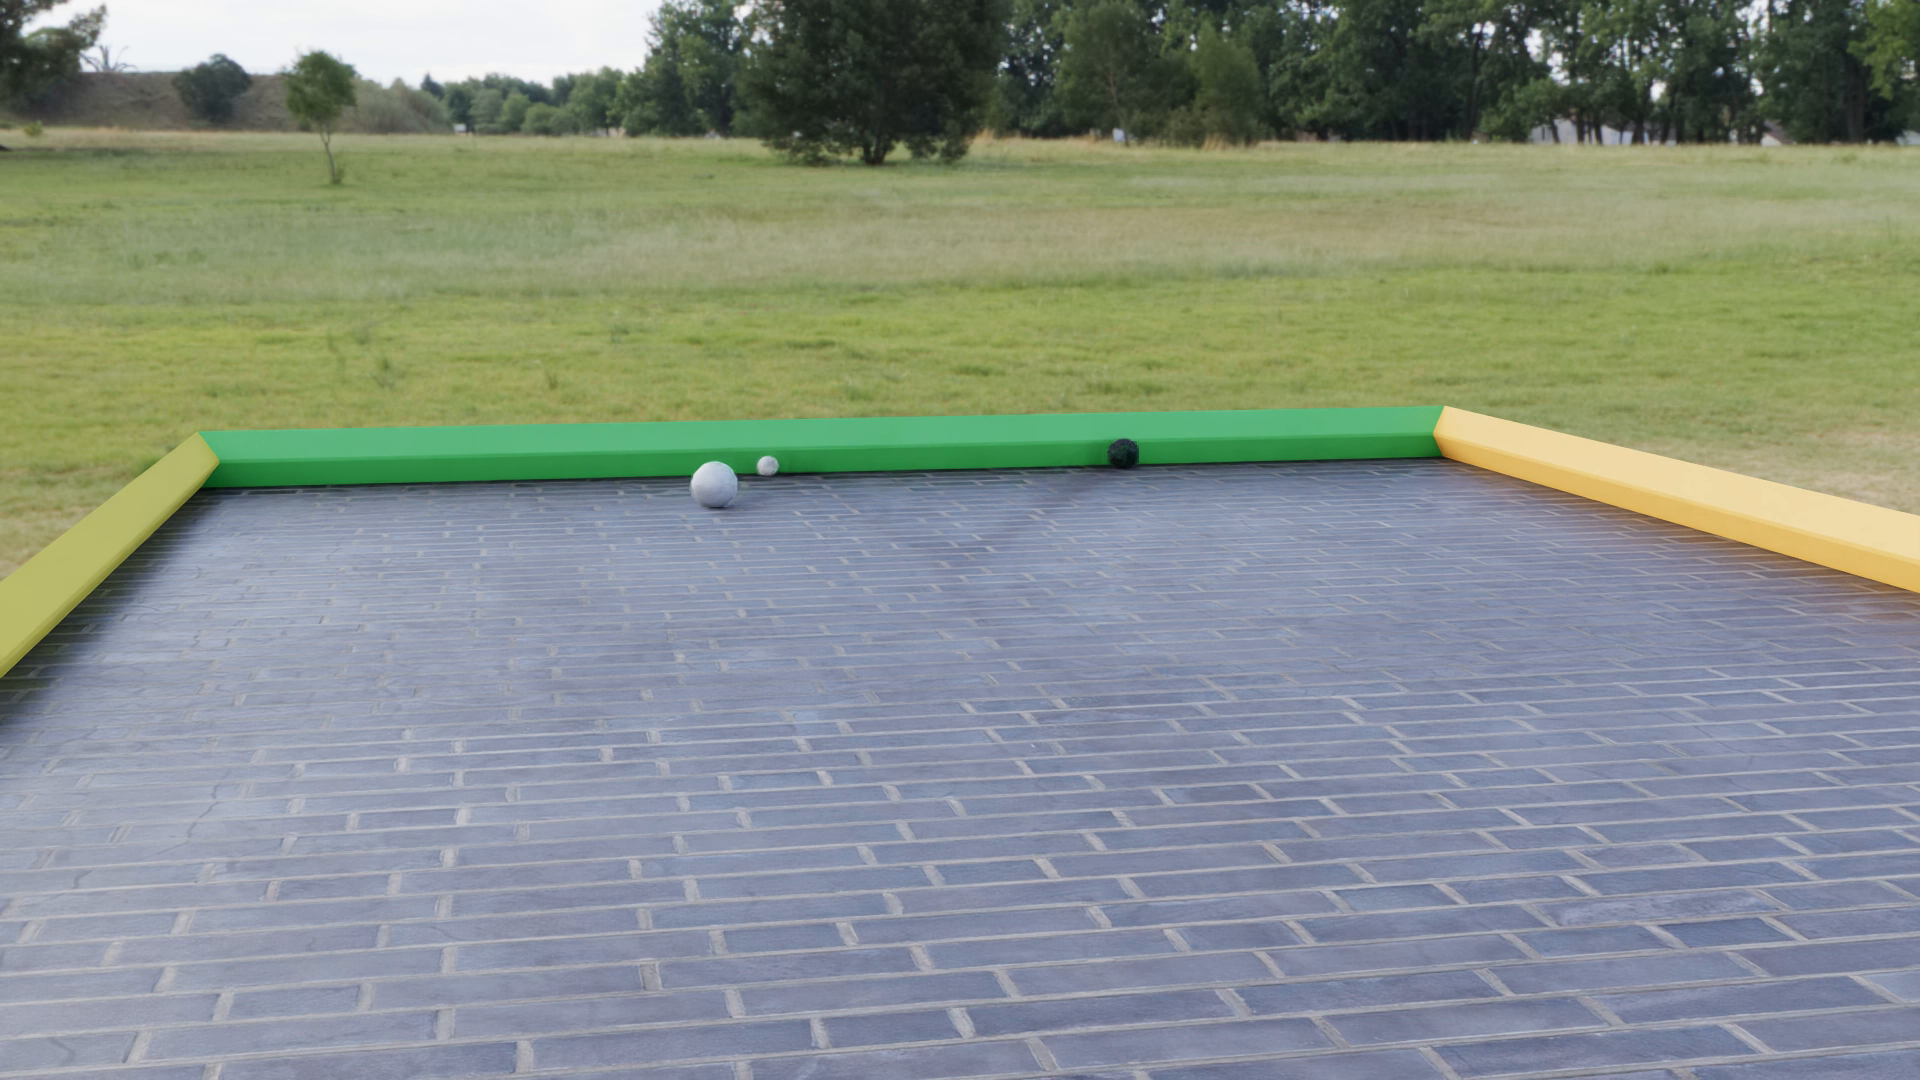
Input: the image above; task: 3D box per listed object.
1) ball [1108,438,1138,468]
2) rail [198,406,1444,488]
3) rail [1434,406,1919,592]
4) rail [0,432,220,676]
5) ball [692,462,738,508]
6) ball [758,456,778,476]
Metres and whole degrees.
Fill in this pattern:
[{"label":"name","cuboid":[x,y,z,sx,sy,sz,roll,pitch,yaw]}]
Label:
[{"label":"ball","cuboid":[0.341,-0.181,4.601,0.063,0.063,0.063,0,9,0]},{"label":"rail","cuboid":[-0.211,-0.194,4.535,2.603,0.109,0.045,-2,9,-11]},{"label":"rail","cuboid":[1.469,0.101,2.681,0.045,0.109,4.391,-2,9,-11]},{"label":"rail","cuboid":[-1.037,0.180,2.184,0.045,0.109,4.391,-2,9,-11]},{"label":"ball","cuboid":[-0.450,-0.102,4.040,0.084,0.084,0.084,0,9,0]},{"label":"ball","cuboid":[-0.390,-0.150,4.476,0.043,0.043,0.043,0,9,0]}]
